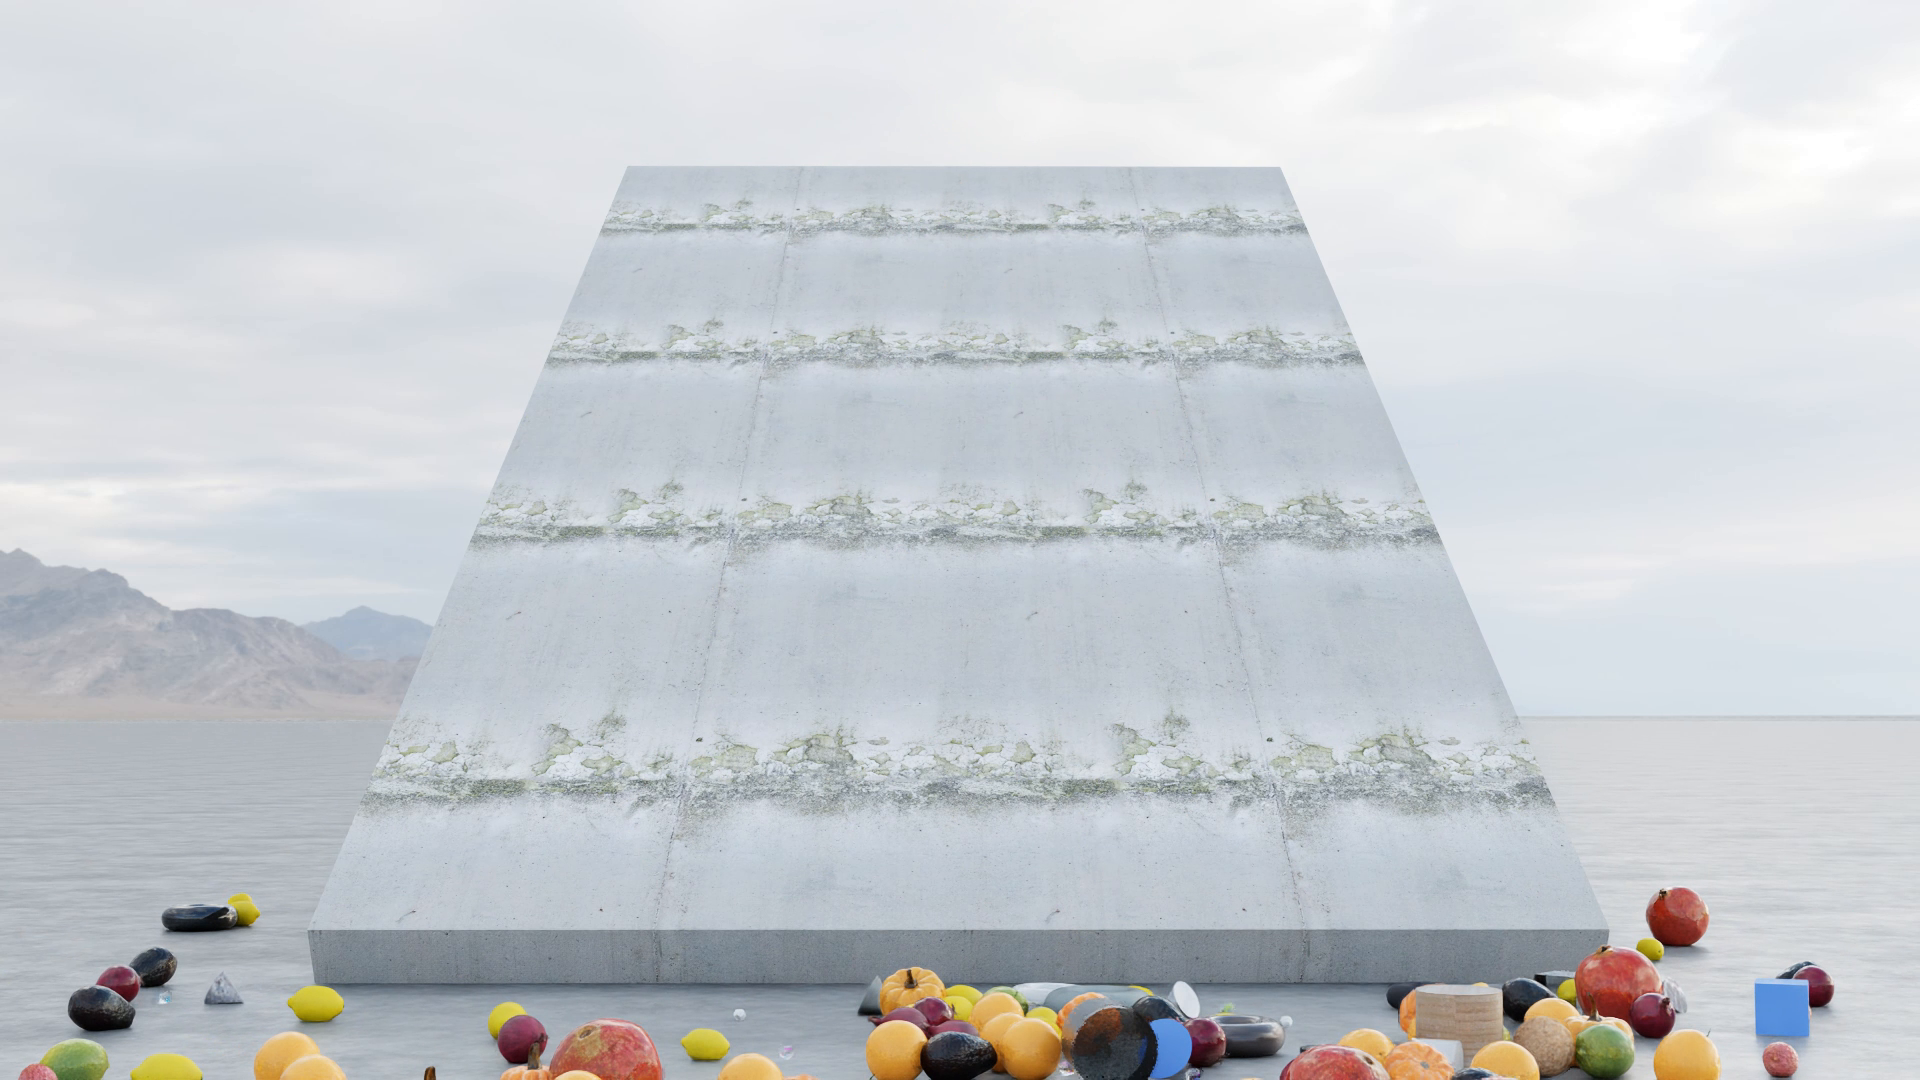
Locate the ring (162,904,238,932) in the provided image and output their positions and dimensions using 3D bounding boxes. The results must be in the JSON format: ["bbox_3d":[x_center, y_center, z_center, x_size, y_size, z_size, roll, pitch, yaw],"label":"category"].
[{"bbox_3d":[-1.477,0.733,4.573,0.143,0.048,0.143,-1,-6,0],"label":"ring"}]

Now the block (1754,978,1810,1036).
[{"bbox_3d":[1.080,0.613,3.092,0.066,0.066,0.066,-2,-5,20],"label":"block"}]

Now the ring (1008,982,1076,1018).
[{"bbox_3d":[0.125,0.640,3.273,0.121,0.040,0.121,1,-5,0],"label":"ring"}]

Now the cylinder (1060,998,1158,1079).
[{"bbox_3d":[0.167,0.566,2.641,0.094,0.094,0.094,0,-4,-7],"label":"cylinder"}]

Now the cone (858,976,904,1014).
[{"bbox_3d":[-0.103,0.646,3.275,0.059,0.059,0.059,26,-1,7],"label":"cone"}]

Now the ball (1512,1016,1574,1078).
[{"bbox_3d":[0.672,0.583,2.710,0.069,0.069,0.069,0,-4,0],"label":"ball"}]

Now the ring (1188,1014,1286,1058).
[{"bbox_3d":[0.340,0.612,2.905,0.122,0.041,0.122,-1,-3,0],"label":"ring"}]

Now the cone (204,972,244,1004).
[{"bbox_3d":[-1.054,0.657,3.397,0.051,0.051,0.051,27,-4,0],"label":"cone"}]

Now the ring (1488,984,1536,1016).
[{"bbox_3d":[0.761,0.645,3.304,0.104,0.035,0.104,-1,-3,0],"label":"ring"}]

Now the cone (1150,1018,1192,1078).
[{"bbox_3d":[0.246,0.604,2.742,0.071,0.071,0.071,-2,-31,24],"label":"cone"}]

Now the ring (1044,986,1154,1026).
[{"bbox_3d":[0.186,0.627,3.157,0.149,0.050,0.149,0,-5,0],"label":"ring"}]

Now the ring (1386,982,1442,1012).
[{"bbox_3d":[0.658,0.648,3.340,0.104,0.035,0.104,0,-5,0],"label":"ring"}]

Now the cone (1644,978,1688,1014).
[{"bbox_3d":[0.984,0.650,3.310,0.054,0.054,0.054,-35,-24,32],"label":"cone"}]

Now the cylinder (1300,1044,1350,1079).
[{"bbox_3d":[0.398,0.580,2.565,0.053,0.053,0.053,0,-4,0],"label":"cylinder"}]

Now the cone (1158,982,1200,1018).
[{"bbox_3d":[0.293,0.646,3.256,0.054,0.054,0.054,-34,-23,30],"label":"cone"}]

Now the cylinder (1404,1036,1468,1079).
[{"bbox_3d":[0.535,0.587,2.644,0.052,0.052,0.052,-20,-14,28],"label":"cylinder"}]

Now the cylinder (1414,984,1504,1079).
[{"bbox_3d":[0.575,0.568,2.712,0.099,0.099,0.099,0,-4,0],"label":"cylinder"}]

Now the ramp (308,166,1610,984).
[{"bbox_3d":[-0.010,-0.229,5.436,2.000,0.100,4.000,0,26,0],"label":"ramp"}]

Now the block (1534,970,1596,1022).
[{"bbox_3d":[0.831,0.626,3.231,0.061,0.061,0.061,-4,-6,40],"label":"block"}]
